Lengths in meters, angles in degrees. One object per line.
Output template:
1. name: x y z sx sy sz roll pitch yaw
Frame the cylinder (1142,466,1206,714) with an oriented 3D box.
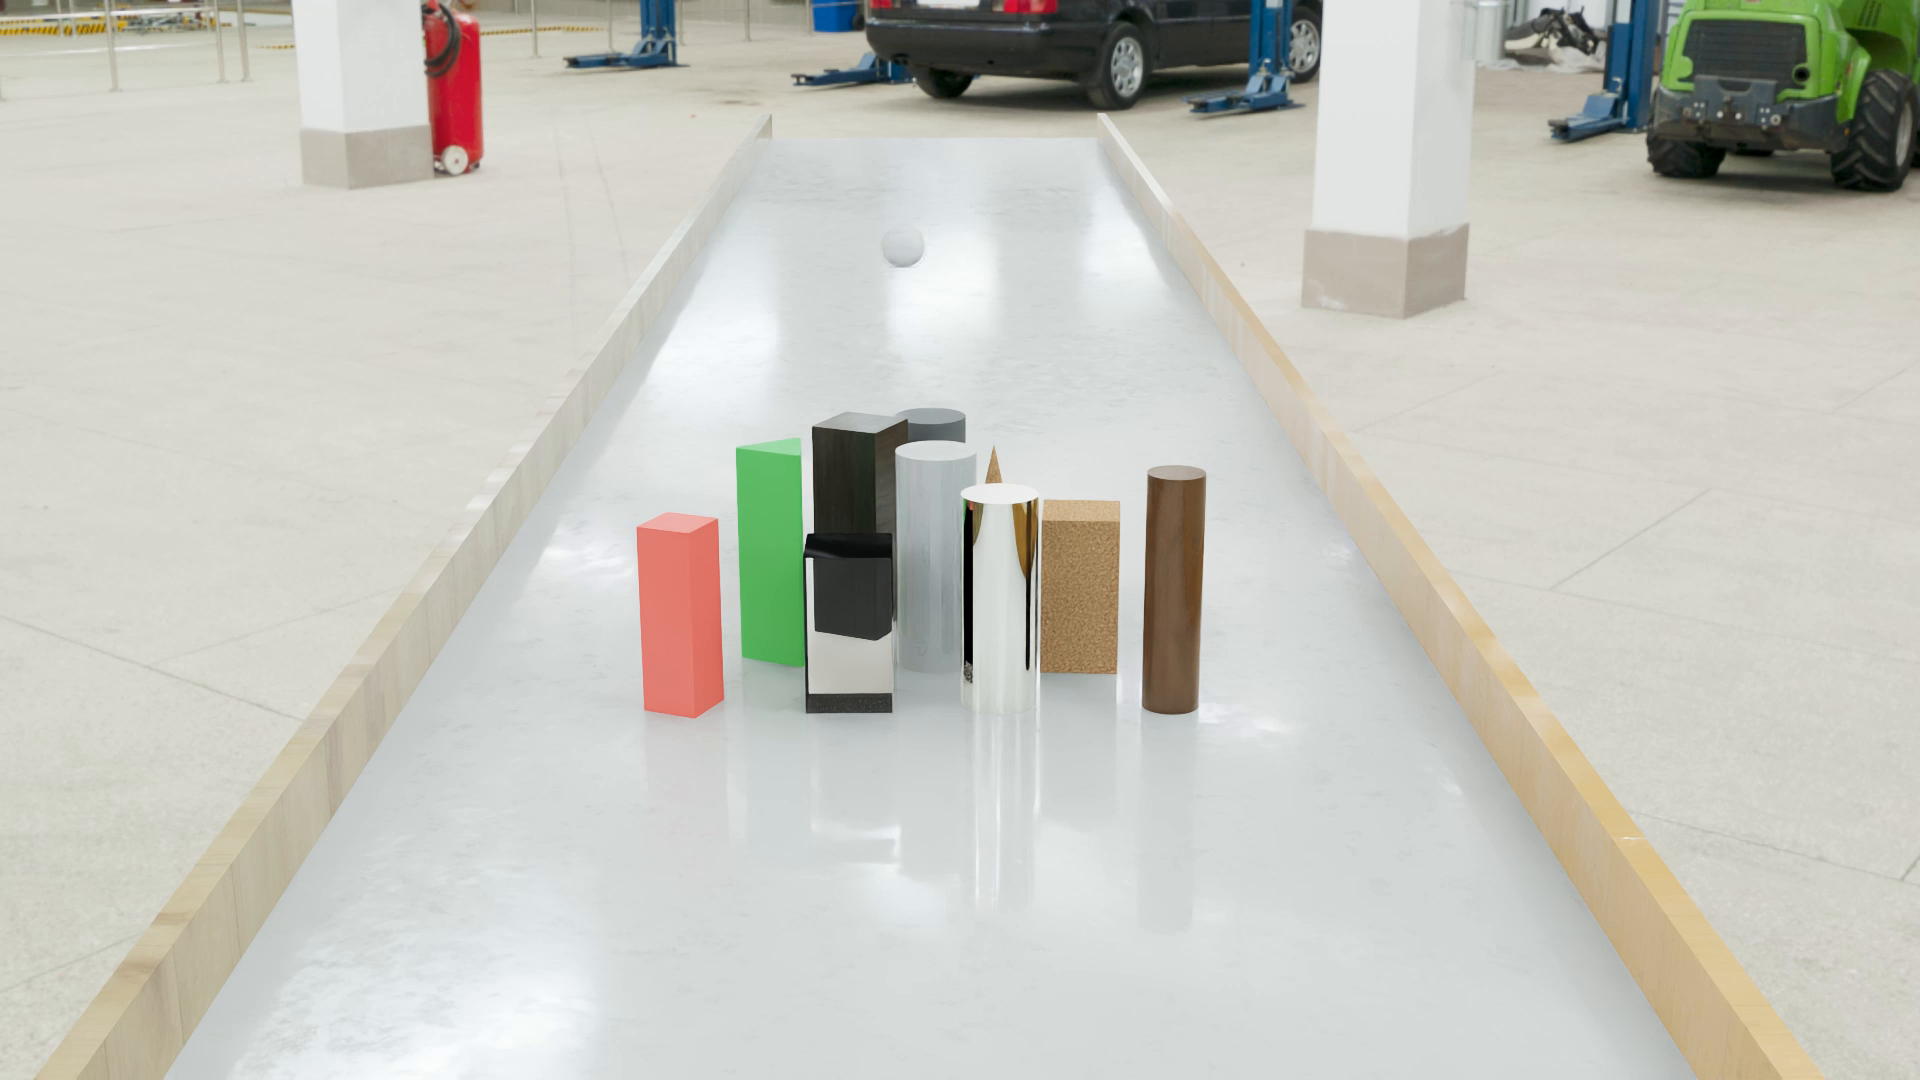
1. cylinder: 0.399 0.094 4.112 0.109 0.455 0.109 0 17 0

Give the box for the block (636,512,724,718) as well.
1. block: -0.523 0.140 4.123 0.110 0.360 0.110 7 18 22

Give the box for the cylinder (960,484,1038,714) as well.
1. cylinder: 0.074 0.110 4.136 0.145 0.410 0.145 0 17 0

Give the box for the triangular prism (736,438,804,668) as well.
1. triangular prism: -0.349 0.020 4.398 0.144 0.435 0.125 8 18 25

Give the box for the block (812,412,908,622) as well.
1. block: -0.207 -0.040 4.613 0.147 0.426 0.147 8 18 25

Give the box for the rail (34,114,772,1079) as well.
1. rail: -1.118 -0.838 7.780 0.050 0.150 12.000 0 17 -1

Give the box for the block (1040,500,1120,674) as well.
1. block: 0.239 0.092 4.369 0.152 0.313 0.152 1 17 4

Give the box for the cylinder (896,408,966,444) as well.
1. cylinder: -0.065 -0.089 4.858 0.155 0.381 0.155 0 17 0

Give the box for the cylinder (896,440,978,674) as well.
1. cylinder: -0.046 0.033 4.353 0.161 0.434 0.161 0 17 0

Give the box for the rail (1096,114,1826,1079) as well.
1. rail: 0.932 -0.844 7.801 0.050 0.150 12.000 0 17 -1

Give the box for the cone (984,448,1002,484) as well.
1. cone: 0.070 -0.018 4.614 0.167 0.383 0.167 0 17 0

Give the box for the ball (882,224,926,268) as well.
1. ball: -0.230 -1.193 8.921 0.180 0.180 0.180 0 17 0

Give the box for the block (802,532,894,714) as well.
1. block: -0.209 0.156 4.166 0.163 0.305 0.163 0 17 -1
